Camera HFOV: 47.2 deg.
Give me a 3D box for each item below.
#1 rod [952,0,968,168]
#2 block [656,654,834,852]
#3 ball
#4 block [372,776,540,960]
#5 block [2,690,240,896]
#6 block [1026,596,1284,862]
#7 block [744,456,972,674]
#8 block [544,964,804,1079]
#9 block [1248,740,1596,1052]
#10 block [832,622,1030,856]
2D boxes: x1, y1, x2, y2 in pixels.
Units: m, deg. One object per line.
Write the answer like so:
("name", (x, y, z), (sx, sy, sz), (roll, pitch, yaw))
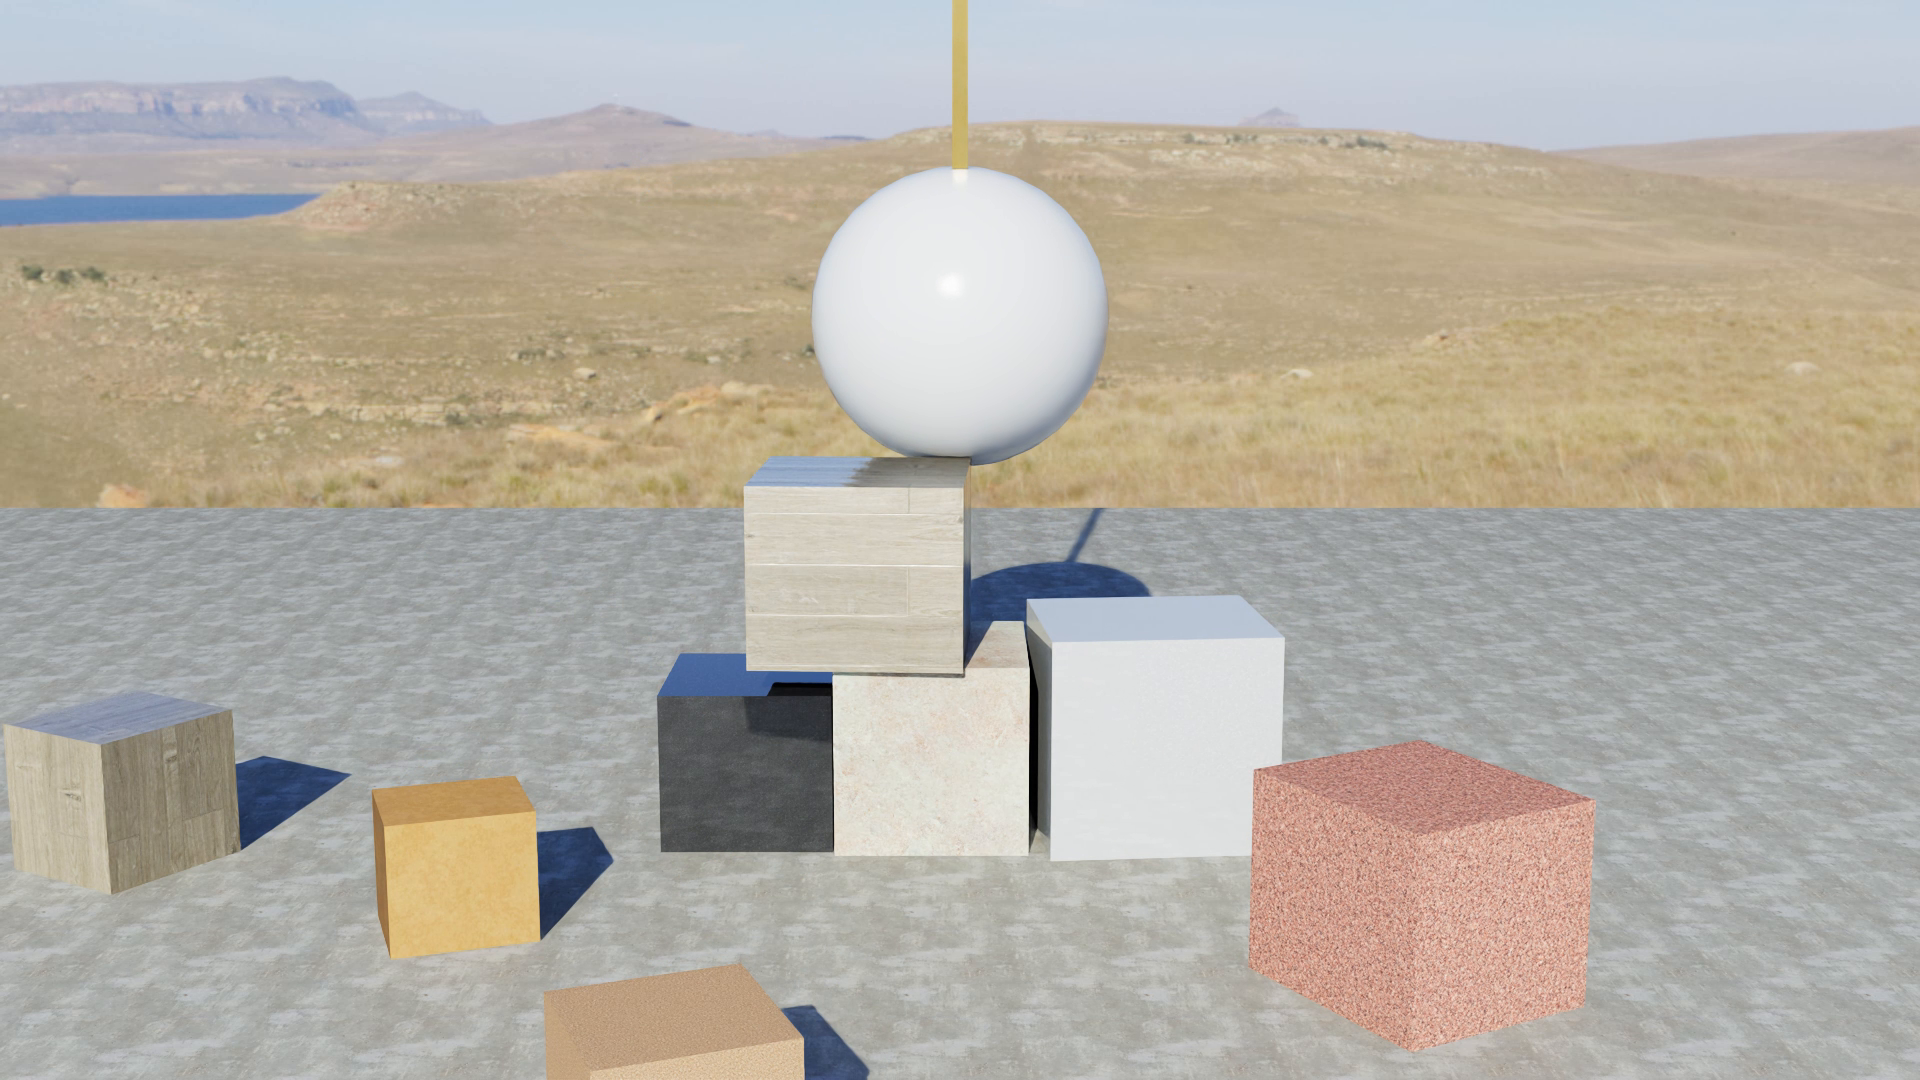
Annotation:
("rod", (0.000, -4.426, 10.721), (0.080, 5.200, 0.080), (0, 18, 0))
("block", (-1.064, 1.083, 11.366), (0.860, 0.803, 0.919), (0, 10, 0))
("ball", (0.000, -1.189, 11.761), (1.600, 1.600, 1.600), (0, 10, 0))
("block", (-2.267, 1.457, 9.874), (0.647, 0.600, 0.587), (-4, 11, -20))
("block", (-4.107, 1.221, 10.804), (0.722, 0.732, 0.767), (6, 12, 31))
("block", (0.971, 0.940, 11.304), (1.146, 1.107, 1.025), (-1, 10, -5))
("block", (-0.490, 0.103, 11.108), (1.055, 0.908, 1.016), (1, 10, 2))
("block", (-0.967, 1.892, 7.396), (0.703, 0.630, 0.711), (-4, 11, -22))
("block", (1.903, 1.443, 9.164), (0.926, 0.882, 1.041), (-6, 12, -29))
("block", (-0.142, 1.003, 11.374), (0.963, 0.957, 1.068), (0, 10, 0))
